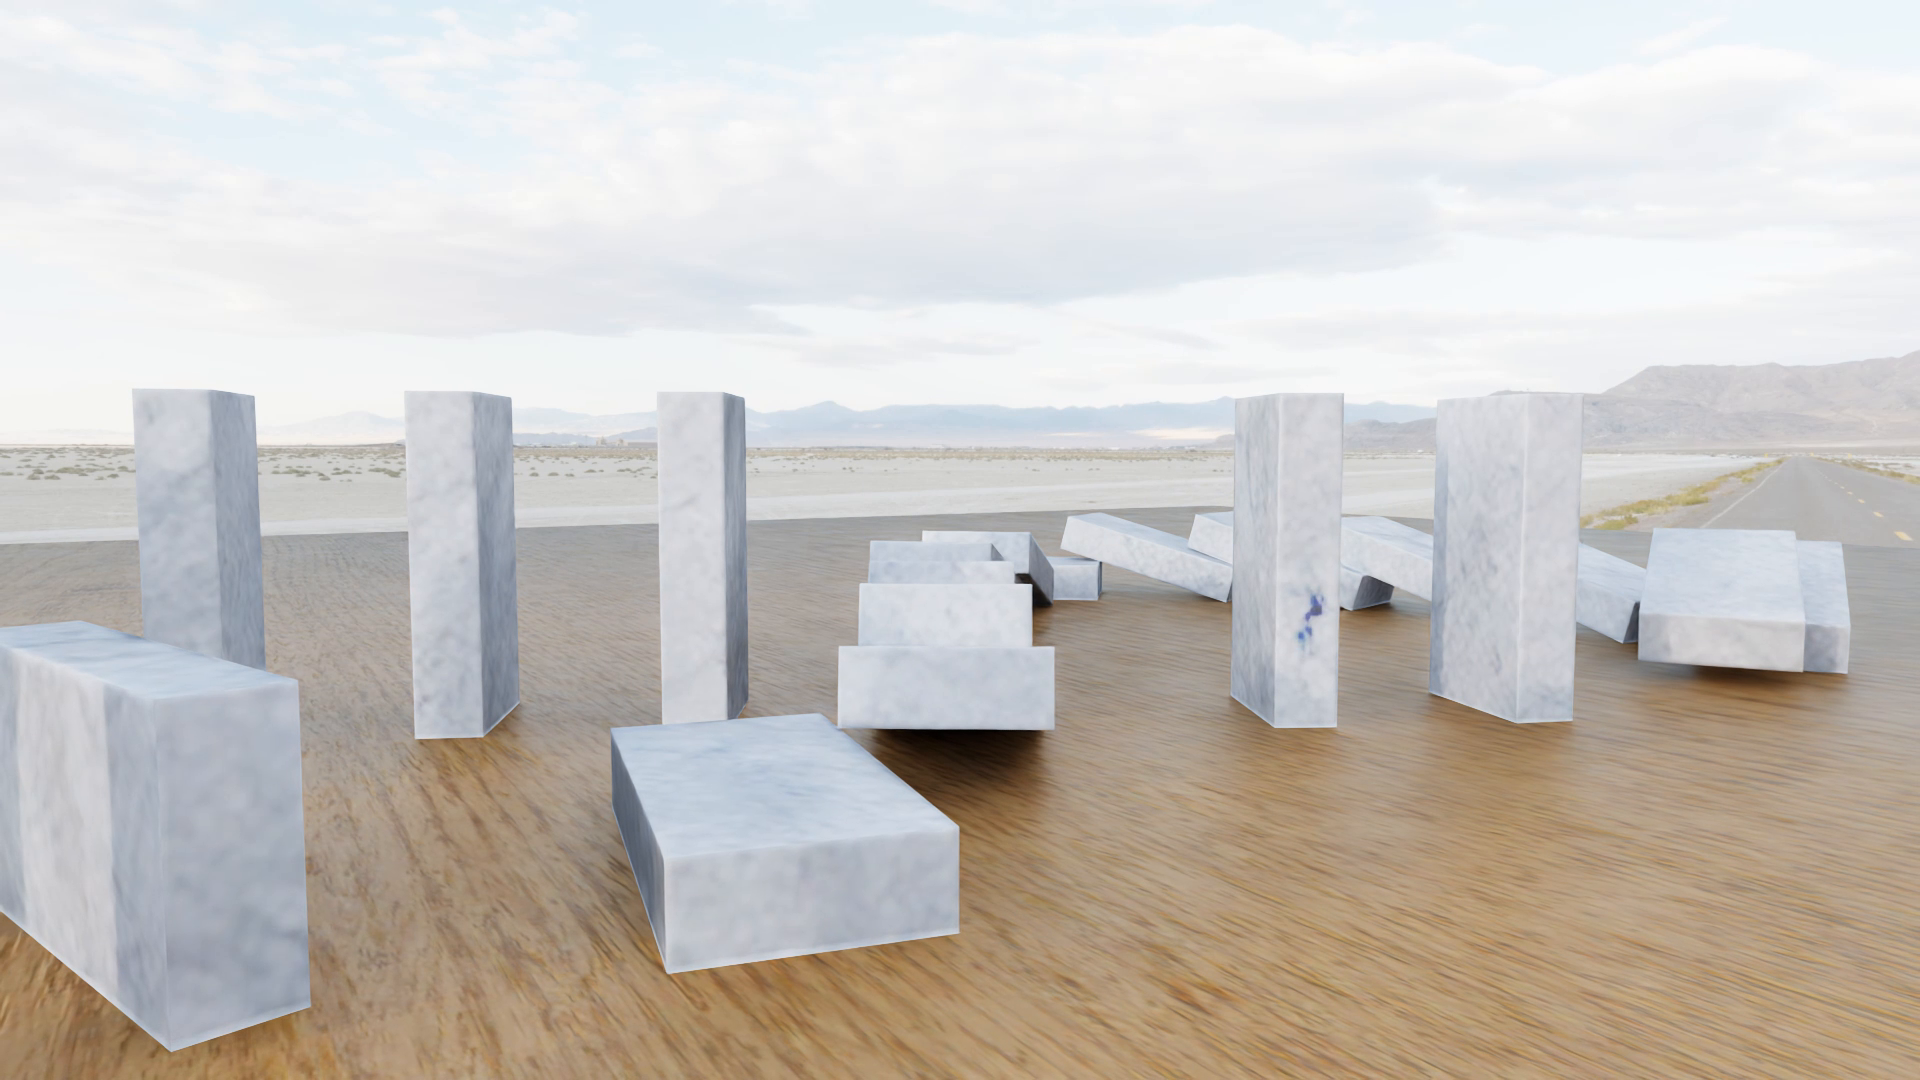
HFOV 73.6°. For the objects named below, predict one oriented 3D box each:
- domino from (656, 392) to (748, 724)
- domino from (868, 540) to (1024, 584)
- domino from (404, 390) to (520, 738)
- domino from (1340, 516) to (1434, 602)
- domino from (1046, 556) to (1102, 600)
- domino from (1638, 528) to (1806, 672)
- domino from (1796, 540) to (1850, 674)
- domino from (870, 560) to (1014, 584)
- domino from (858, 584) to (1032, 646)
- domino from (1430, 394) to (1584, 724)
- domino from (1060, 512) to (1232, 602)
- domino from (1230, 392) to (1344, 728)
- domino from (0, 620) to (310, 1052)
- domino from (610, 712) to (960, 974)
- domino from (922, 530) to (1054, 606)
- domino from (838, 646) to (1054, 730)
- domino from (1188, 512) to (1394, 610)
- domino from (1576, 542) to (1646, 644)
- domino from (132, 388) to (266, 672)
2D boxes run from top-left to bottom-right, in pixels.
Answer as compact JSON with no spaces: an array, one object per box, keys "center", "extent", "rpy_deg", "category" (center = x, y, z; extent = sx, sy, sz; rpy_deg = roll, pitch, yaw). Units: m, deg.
[{"center":[-0.039,0.003,0.199],"extent":[0.009,0.050,0.025],"rpy_deg":[0,4,-2],"category":"domino"},{"center":[-0.002,0.010,0.283],"extent":[0.025,0.009,0.050],"rpy_deg":[1,-11,11],"category":"domino"},{"center":[-0.076,0.003,0.196],"extent":[0.010,0.050,0.025],"rpy_deg":[-1,4,-7],"category":"domino"},{"center":[0.120,0.007,0.328],"extent":[0.025,0.010,0.050],"rpy_deg":[-3,21,-38],"category":"domino"},{"center":[0.015,0.010,0.365],"extent":[0.050,0.010,0.025],"rpy_deg":[1,4,9],"category":"domino"},{"center":[0.145,0.010,0.245],"extent":[0.025,0.010,0.050],"rpy_deg":[2,19,31],"category":"domino"},{"center":[0.166,0.012,0.263],"extent":[0.025,0.010,0.050],"rpy_deg":[3,19,32],"category":"domino"},{"center":[-0.002,0.013,0.246],"extent":[0.025,0.010,0.050],"rpy_deg":[0,-11,2],"category":"domino"},{"center":[-0.002,0.016,0.210],"extent":[0.025,0.009,0.050],"rpy_deg":[0,-11,1],"category":"domino"},{"center":[0.087,0.002,0.207],"extent":[0.010,0.050,0.025],"rpy_deg":[-1,4,-10],"category":"domino"},{"center":[0.057,0.004,0.366],"extent":[0.050,0.010,0.025],"rpy_deg":[19,12,25],"category":"domino"},{"center":[0.051,0.002,0.203],"extent":[0.010,0.050,0.025],"rpy_deg":[0,4,-3],"category":"domino"},{"center":[-0.071,0.022,0.109],"extent":[0.050,0.025,0.009],"rpy_deg":[4,6,40],"category":"domino"},{"center":[-0.020,0.028,0.130],"extent":[0.025,0.010,0.050],"rpy_deg":[-2,5,-20],"category":"domino"},{"center":[0.008,0.008,0.318],"extent":[0.025,0.009,0.050],"rpy_deg":[1,-11,11],"category":"domino"},{"center":[-0.001,0.020,0.173],"extent":[0.025,0.009,0.050],"rpy_deg":[0,-7,2],"category":"domino"},{"center":[0.091,0.005,0.350],"extent":[0.050,0.010,0.025],"rpy_deg":[24,18,37],"category":"domino"},{"center":[0.143,0.009,0.299],"extent":[0.025,0.009,0.050],"rpy_deg":[-2,21,-26],"category":"domino"},{"center":[-0.111,0.003,0.189],"extent":[0.010,0.050,0.025],"rpy_deg":[-1,4,-16],"category":"domino"}]
